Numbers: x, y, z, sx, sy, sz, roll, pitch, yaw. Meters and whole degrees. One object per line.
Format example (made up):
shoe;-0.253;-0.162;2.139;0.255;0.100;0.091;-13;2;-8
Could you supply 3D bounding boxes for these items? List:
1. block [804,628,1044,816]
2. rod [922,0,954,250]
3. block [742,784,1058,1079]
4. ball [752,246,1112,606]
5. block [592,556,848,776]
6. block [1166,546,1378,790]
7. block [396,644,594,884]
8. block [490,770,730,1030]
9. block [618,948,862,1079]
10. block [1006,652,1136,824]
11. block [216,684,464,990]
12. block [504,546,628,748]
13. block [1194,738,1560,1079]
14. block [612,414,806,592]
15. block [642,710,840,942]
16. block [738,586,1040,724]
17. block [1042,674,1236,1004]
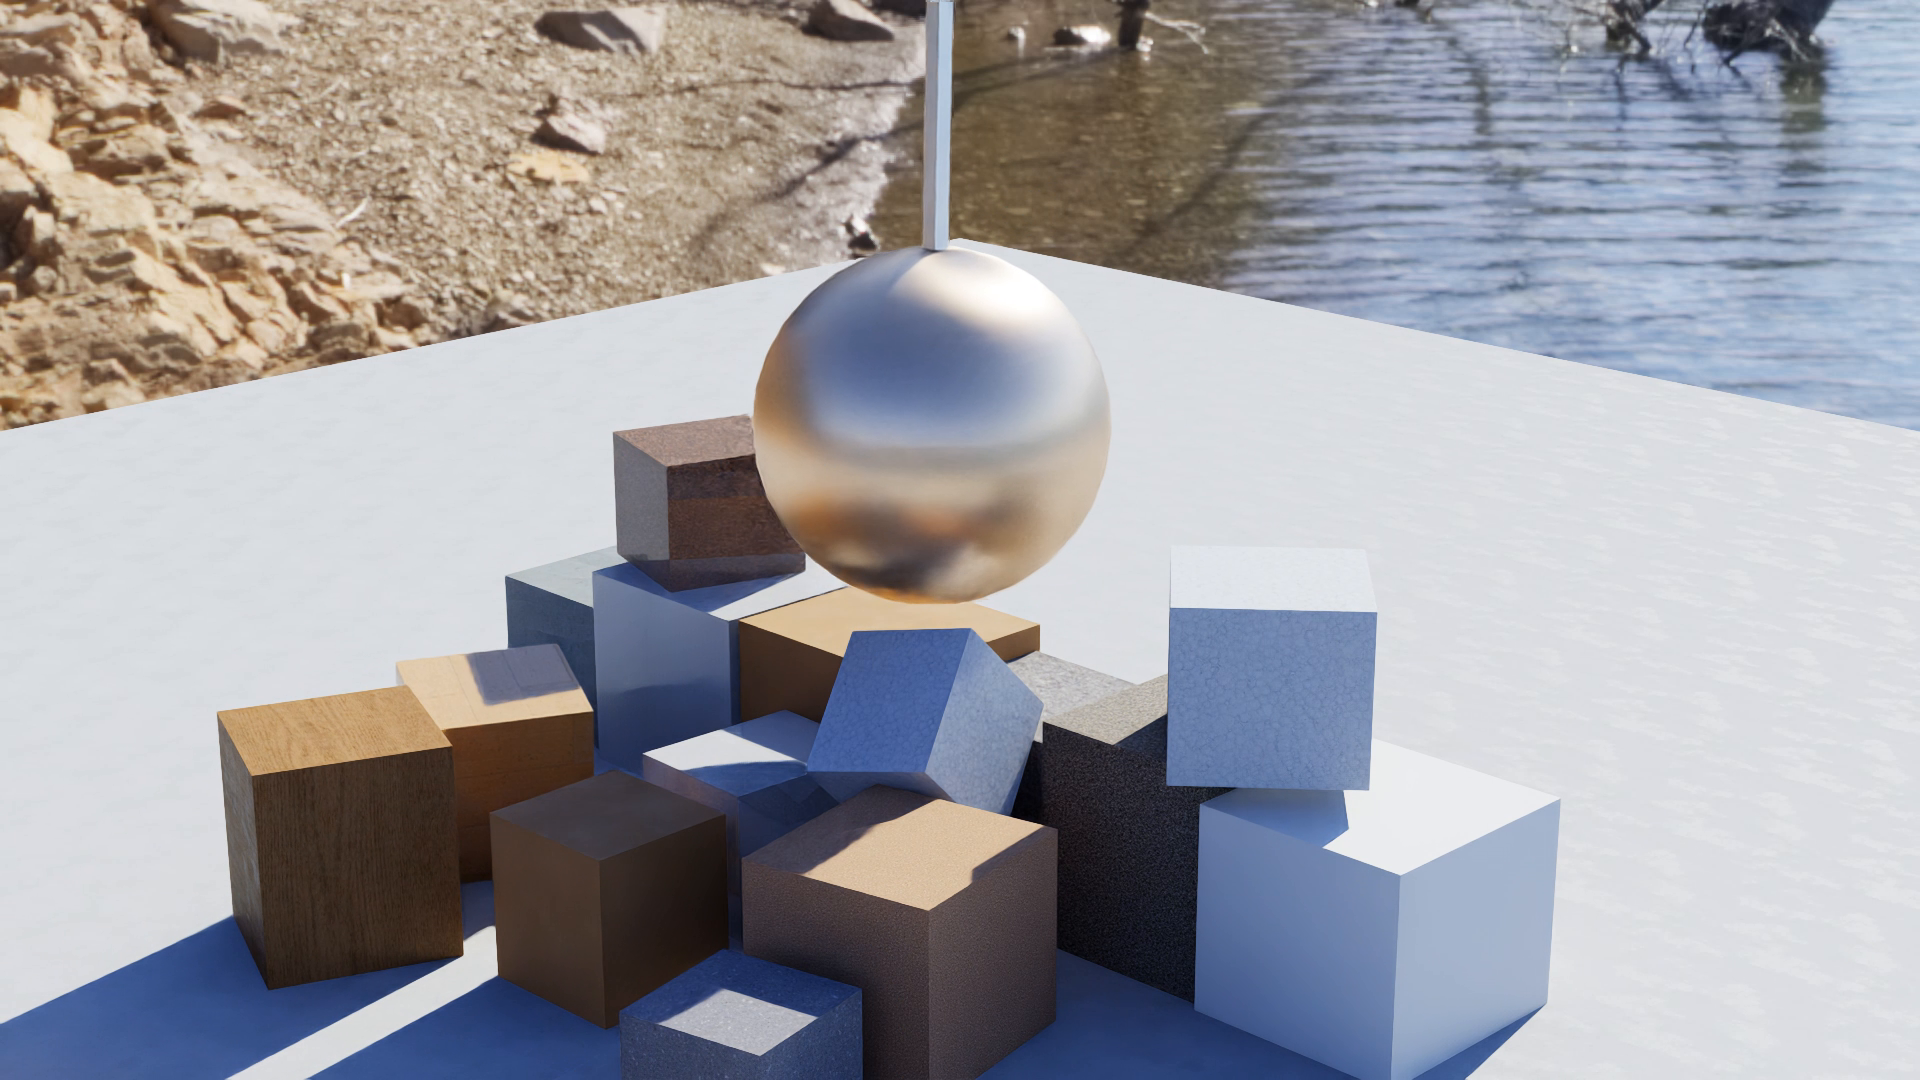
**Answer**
block;-0.145;0.845;12.578;0.624;0.645;0.691;-3;56;35
rod;-0.054;-3.773;12.099;0.080;5.200;0.080;17;22;42
block;-0.233;1.614;11.789;0.885;0.851;0.935;11;21;32
ball;-0.126;-0.510;13.050;1.600;1.600;1.600;0;17;0
block;-1.076;0.631;14.682;1.067;0.993;1.050;-16;24;-42
block;1.262;0.512;12.031;0.810;0.756;0.819;1;17;4
block;-2.154;1.036;13.591;0.766;0.800;0.745;-6;25;-19
block;-1.469;1.496;12.335;0.716;0.749;0.678;16;24;42
block;-0.820;1.991;11.081;0.652;0.556;0.647;11;20;31
block;0.380;1.120;13.335;0.837;0.867;0.913;-16;24;-42
block;-2.684;1.269;12.690;0.838;0.970;0.809;-7;19;-22
block;-1.767;0.546;15.340;0.846;0.761;0.841;-17;24;-42
block;1.708;1.499;12.040;1.003;0.921;1.083;17;24;42
block;-1.248;-0.192;14.582;0.724;0.637;0.712;-9;20;-26
block;-0.880;1.268;13.169;0.818;0.684;0.679;-15;23;-40
block;-0.333;0.859;13.960;0.966;0.990;1.044;-17;24;-42
block;0.999;1.254;12.644;0.904;1.026;0.930;16;24;41
